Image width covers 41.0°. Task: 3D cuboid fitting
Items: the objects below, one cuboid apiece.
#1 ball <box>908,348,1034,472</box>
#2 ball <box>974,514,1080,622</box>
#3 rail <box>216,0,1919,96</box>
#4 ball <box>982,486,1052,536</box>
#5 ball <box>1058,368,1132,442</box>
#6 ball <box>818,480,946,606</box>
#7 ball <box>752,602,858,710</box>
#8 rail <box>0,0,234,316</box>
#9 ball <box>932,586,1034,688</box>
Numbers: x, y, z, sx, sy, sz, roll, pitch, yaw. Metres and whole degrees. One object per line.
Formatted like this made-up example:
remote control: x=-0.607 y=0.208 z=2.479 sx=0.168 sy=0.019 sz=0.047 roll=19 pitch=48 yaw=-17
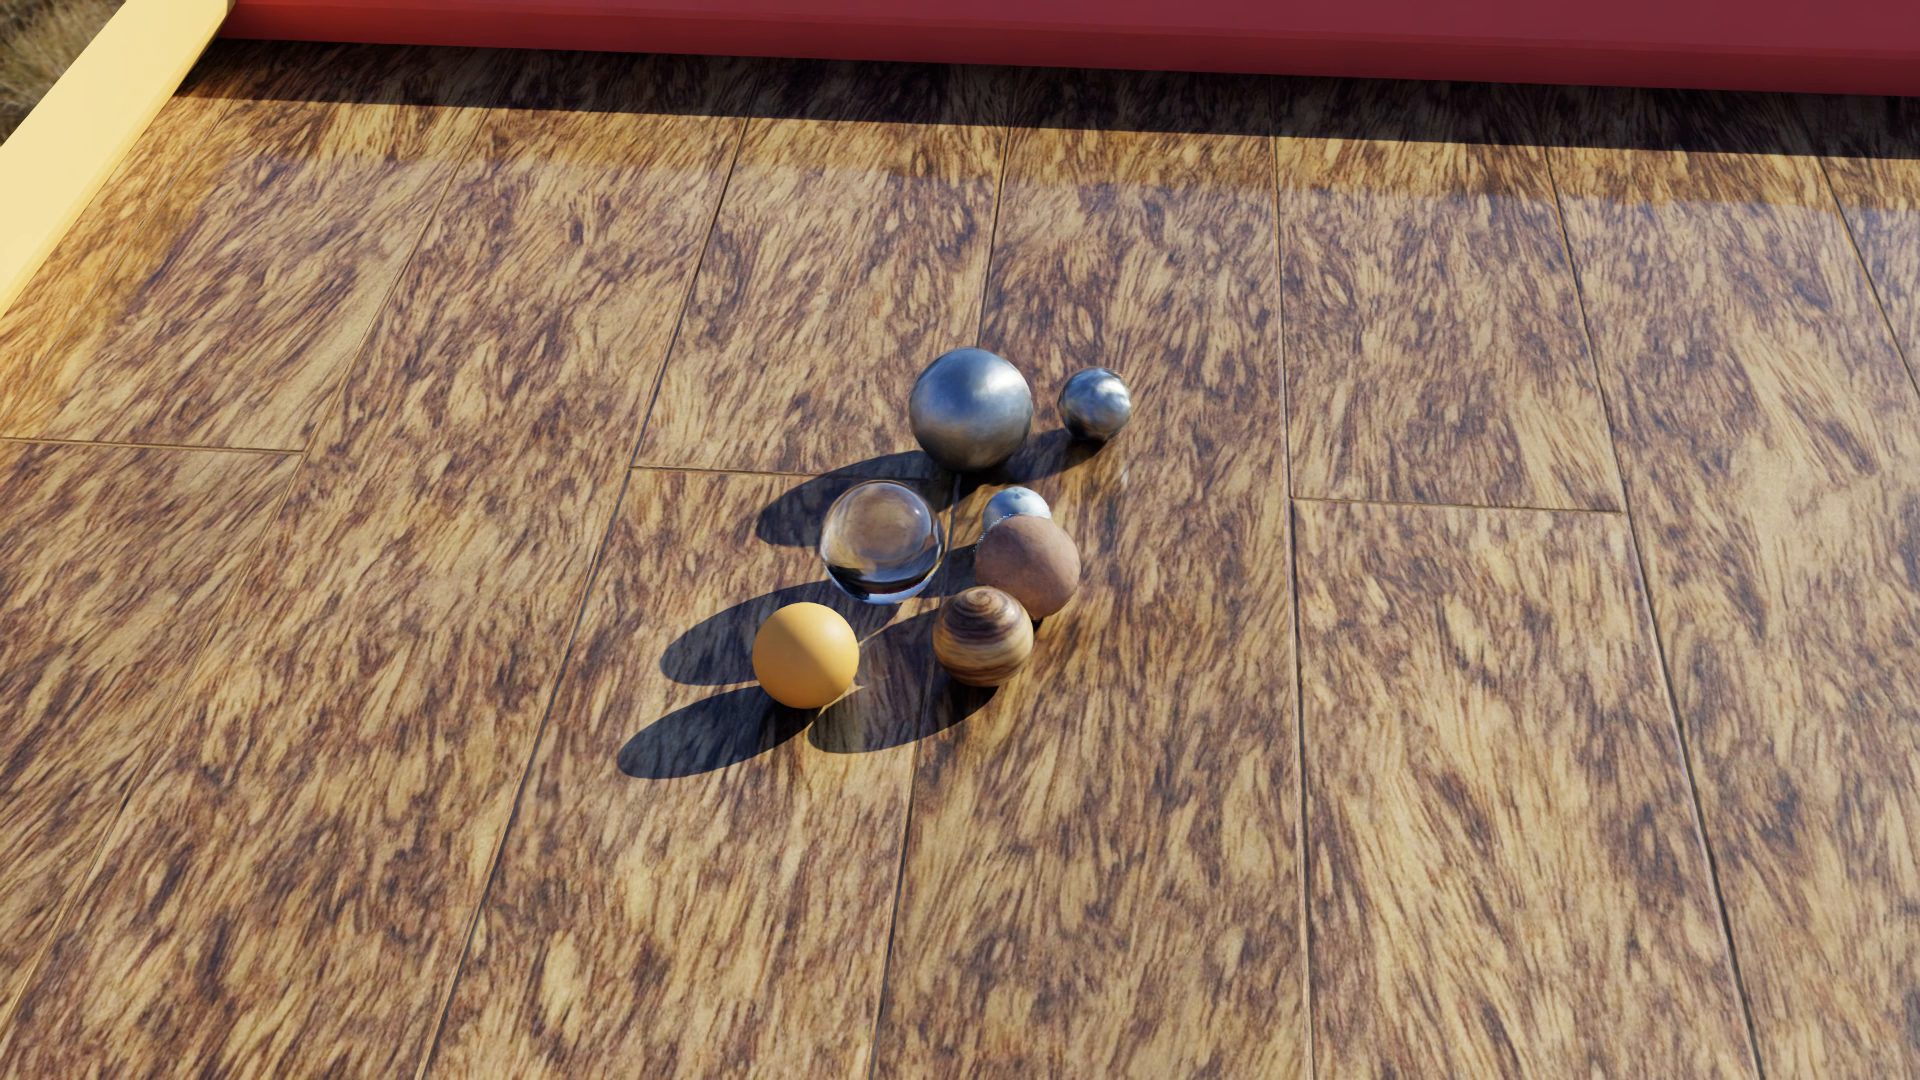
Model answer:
ball: x=0.008 y=-0.097 z=1.931 sx=0.094 sy=0.094 sz=0.094 roll=0 pitch=35 yaw=0
ball: x=0.047 y=0.019 z=1.782 sx=0.074 sy=0.074 sz=0.074 roll=0 pitch=35 yaw=0
rail: x=0.895 y=-0.469 z=2.433 sx=3.315 sy=0.122 sz=0.045 roll=3 pitch=35 yaw=4
ball: x=0.041 y=-0.013 z=1.850 sx=0.050 sy=0.050 sz=0.050 roll=0 pitch=35 yaw=0
ball: x=0.104 y=-0.103 z=1.972 sx=0.057 sy=0.057 sz=0.057 roll=0 pitch=35 yaw=0
ball: x=-0.054 y=0.002 z=1.795 sx=0.088 sy=0.088 sz=0.088 roll=0 pitch=35 yaw=0
ball: x=-0.103 y=0.077 z=1.704 sx=0.071 sy=0.071 sz=0.071 roll=0 pitch=35 yaw=0
rail: x=-0.802 y=-0.058 z=1.849 sx=0.045 sy=0.122 sz=1.747 roll=3 pitch=35 yaw=4
ball: x=0.015 y=0.065 z=1.723 sx=0.068 sy=0.068 sz=0.068 roll=0 pitch=35 yaw=0
